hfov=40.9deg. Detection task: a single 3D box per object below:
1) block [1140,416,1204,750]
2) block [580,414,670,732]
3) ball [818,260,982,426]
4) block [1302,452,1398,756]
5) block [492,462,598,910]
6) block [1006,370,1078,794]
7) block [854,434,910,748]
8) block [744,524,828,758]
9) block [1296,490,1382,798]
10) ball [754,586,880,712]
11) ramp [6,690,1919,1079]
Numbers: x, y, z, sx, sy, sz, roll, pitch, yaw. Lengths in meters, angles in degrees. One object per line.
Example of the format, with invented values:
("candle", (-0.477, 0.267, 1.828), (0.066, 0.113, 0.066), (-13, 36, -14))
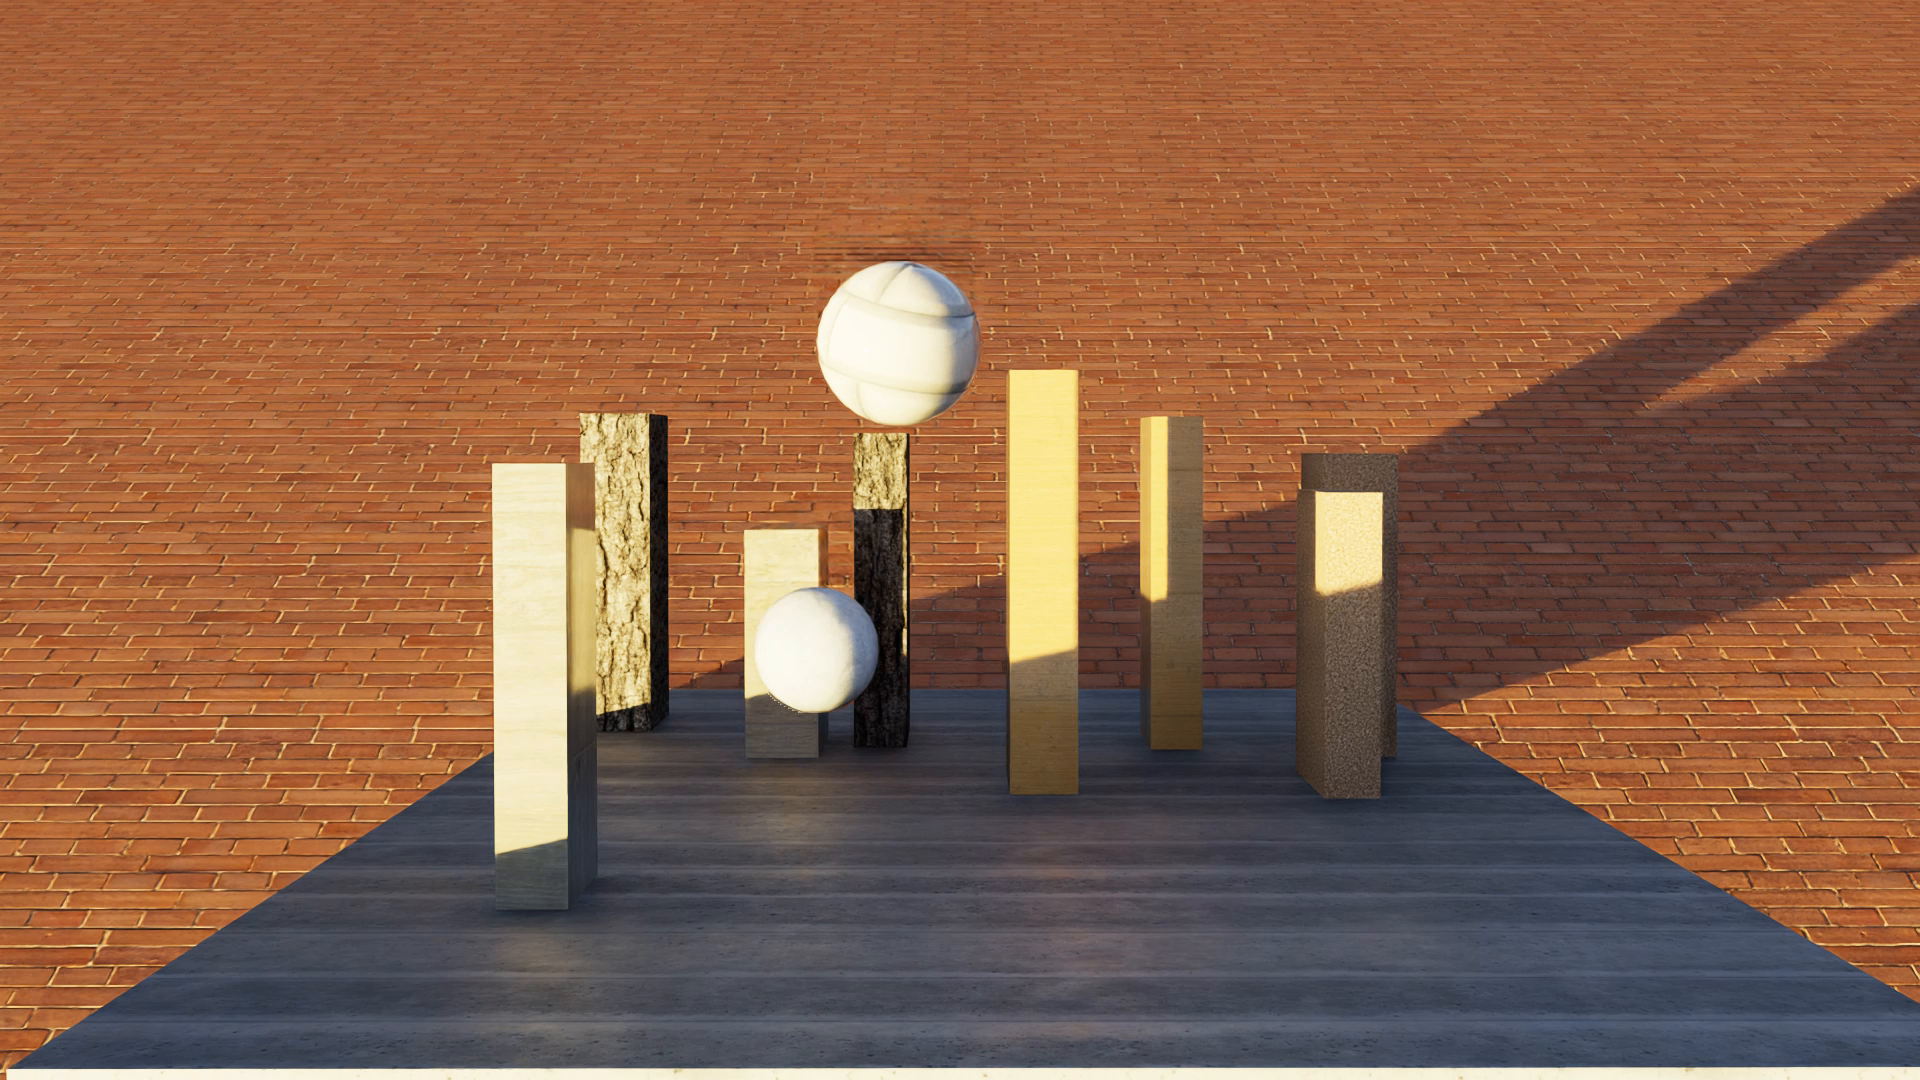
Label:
("block", (0.440, 0.083, 5.378), (0.105, 0.676, 0.301), (0, 2, 0))
("block", (-0.744, 0.064, 5.743), (0.148, 0.687, 0.361), (0, 2, 0))
("ball", (-0.062, -0.200, 2.622), (0.167, 0.167, 0.167), (0, 24, 0))
("block", (0.792, 0.124, 5.262), (0.149, 0.602, 0.319), (0, 2, 0))
("block", (-0.569, 0.190, 3.553), (0.096, 0.592, 0.282), (0, 2, 0))
("block", (0.148, 0.070, 4.713), (0.121, 0.749, 0.336), (0, 2, 0))
("block", (-0.163, 0.097, 5.448), (0.108, 0.643, 0.372), (0, 2, 0))
("block", (-0.353, 0.199, 5.296), (0.145, 0.451, 0.406), (0, 2, 0))
("block", (0.686, 0.178, 4.687), (0.099, 0.535, 0.379), (0, 2, 0))
("ball", (-0.147, 0.112, 2.632), (0.129, 0.129, 0.129), (0, 24, 0))
("ramp", (0.055, 0.501, 4.547), (2.000, 0.100, 4.000), (0, 2, 0))
